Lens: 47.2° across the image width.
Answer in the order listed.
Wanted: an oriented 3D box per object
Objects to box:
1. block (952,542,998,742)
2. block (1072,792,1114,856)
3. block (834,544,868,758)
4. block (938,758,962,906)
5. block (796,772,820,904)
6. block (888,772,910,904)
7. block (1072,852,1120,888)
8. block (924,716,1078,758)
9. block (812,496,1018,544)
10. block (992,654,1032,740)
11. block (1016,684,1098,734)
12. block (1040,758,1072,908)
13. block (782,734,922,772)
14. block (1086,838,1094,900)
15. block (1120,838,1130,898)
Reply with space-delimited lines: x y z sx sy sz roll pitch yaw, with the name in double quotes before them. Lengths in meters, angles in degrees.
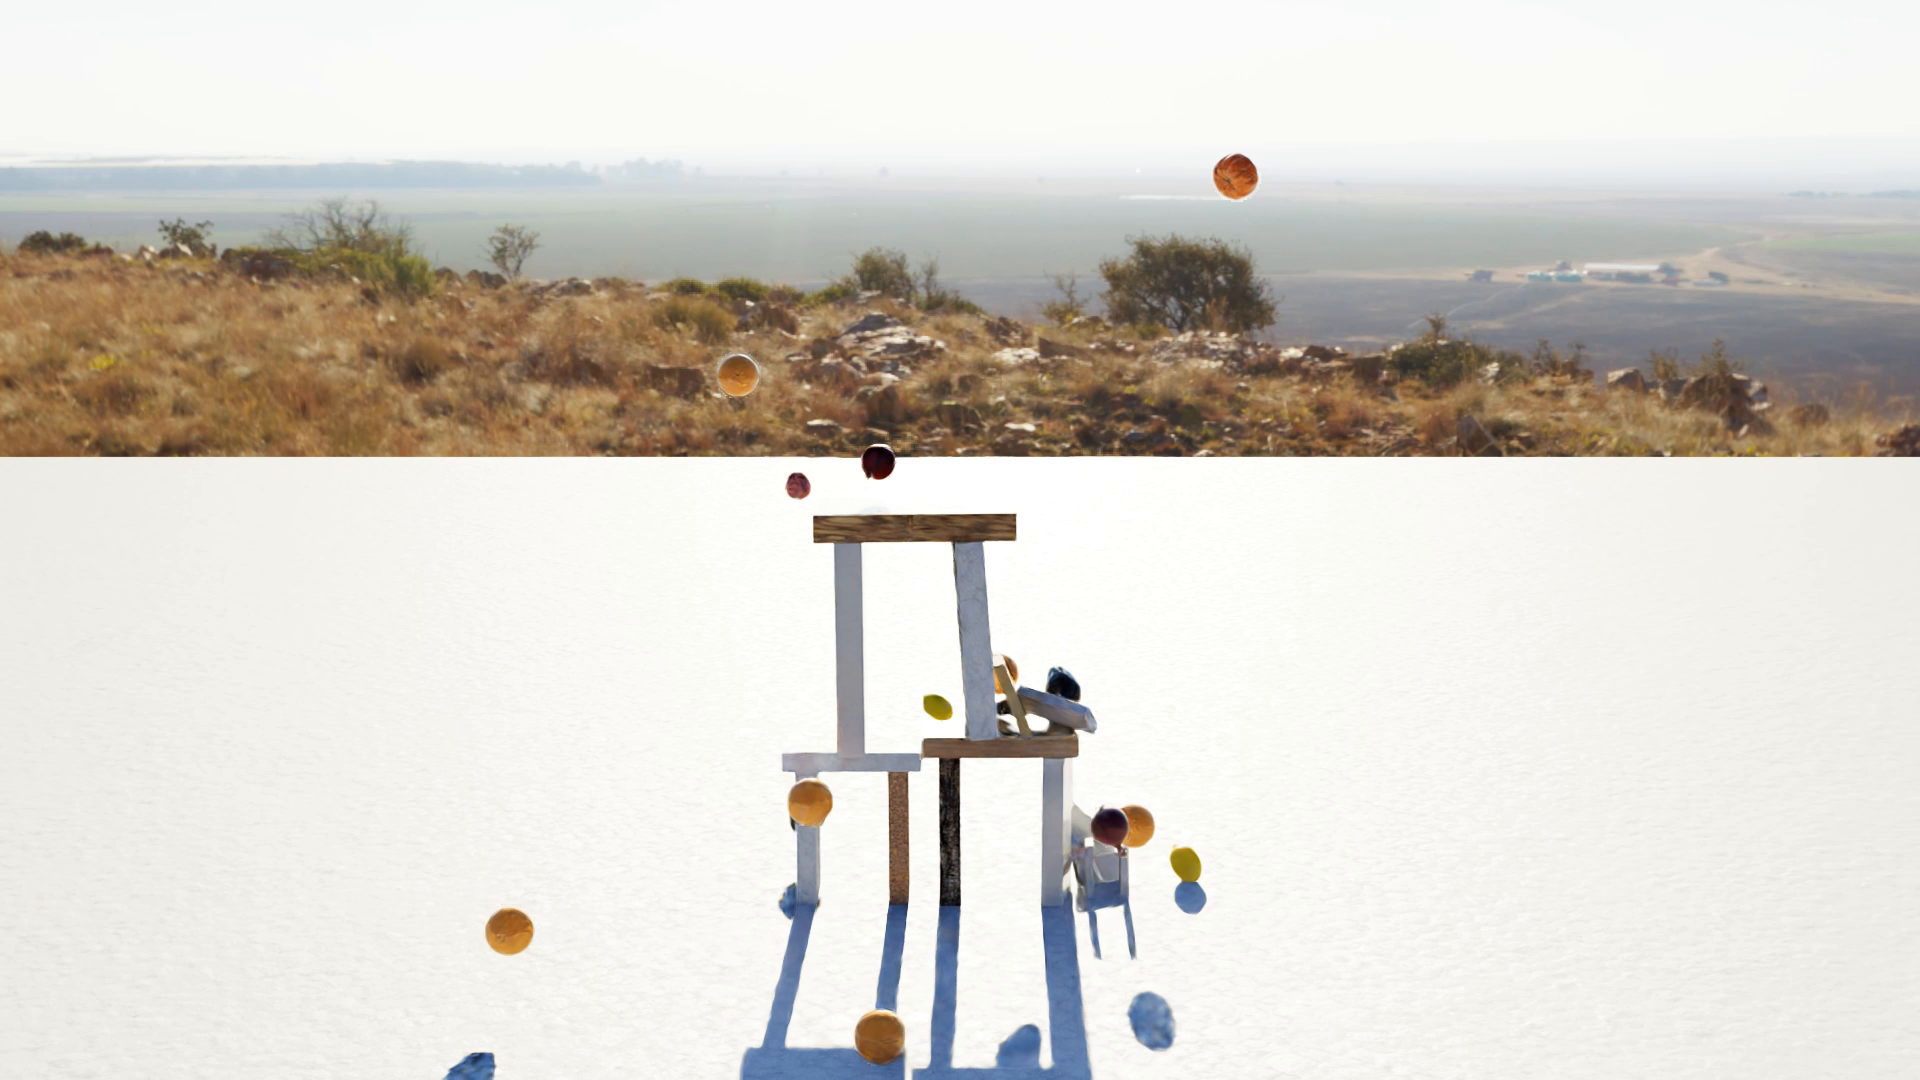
"block" 0.023 0.148 3.584 0.046 0.323 0.162 -5 11 -2
"block" 0.217 0.505 3.948 0.018 0.065 0.312 -3 11 -15
"block" -0.177 0.163 3.587 0.046 0.351 0.162 -1 11 -1
"block" -0.016 0.466 3.649 0.036 0.251 0.126 0 11 0
"block" -0.252 0.478 3.650 0.032 0.227 0.113 0 11 0
"block" -0.101 0.478 3.650 0.032 0.227 0.113 0 11 0
"block" 0.236 0.557 3.719 0.091 0.045 0.013 -5 -14 -26
"block" 0.067 0.325 3.623 0.251 0.036 0.126 0 11 0
"block" -0.071 -0.033 3.552 0.323 0.046 0.162 -1 11 0
"block" 0.084 0.253 3.563 0.018 0.130 0.065 -22 11 1
"block" 0.159 0.277 3.597 0.130 0.018 0.065 16 -26 29
"block" 0.161 0.467 3.645 0.036 0.251 0.126 2 11 9
"block" -0.176 0.351 3.626 0.227 0.032 0.113 0 11 0
"block" 0.215 0.546 3.656 0.013 0.091 0.045 0 11 3
"block" 0.273 0.546 3.657 0.013 0.091 0.045 -1 11 0
